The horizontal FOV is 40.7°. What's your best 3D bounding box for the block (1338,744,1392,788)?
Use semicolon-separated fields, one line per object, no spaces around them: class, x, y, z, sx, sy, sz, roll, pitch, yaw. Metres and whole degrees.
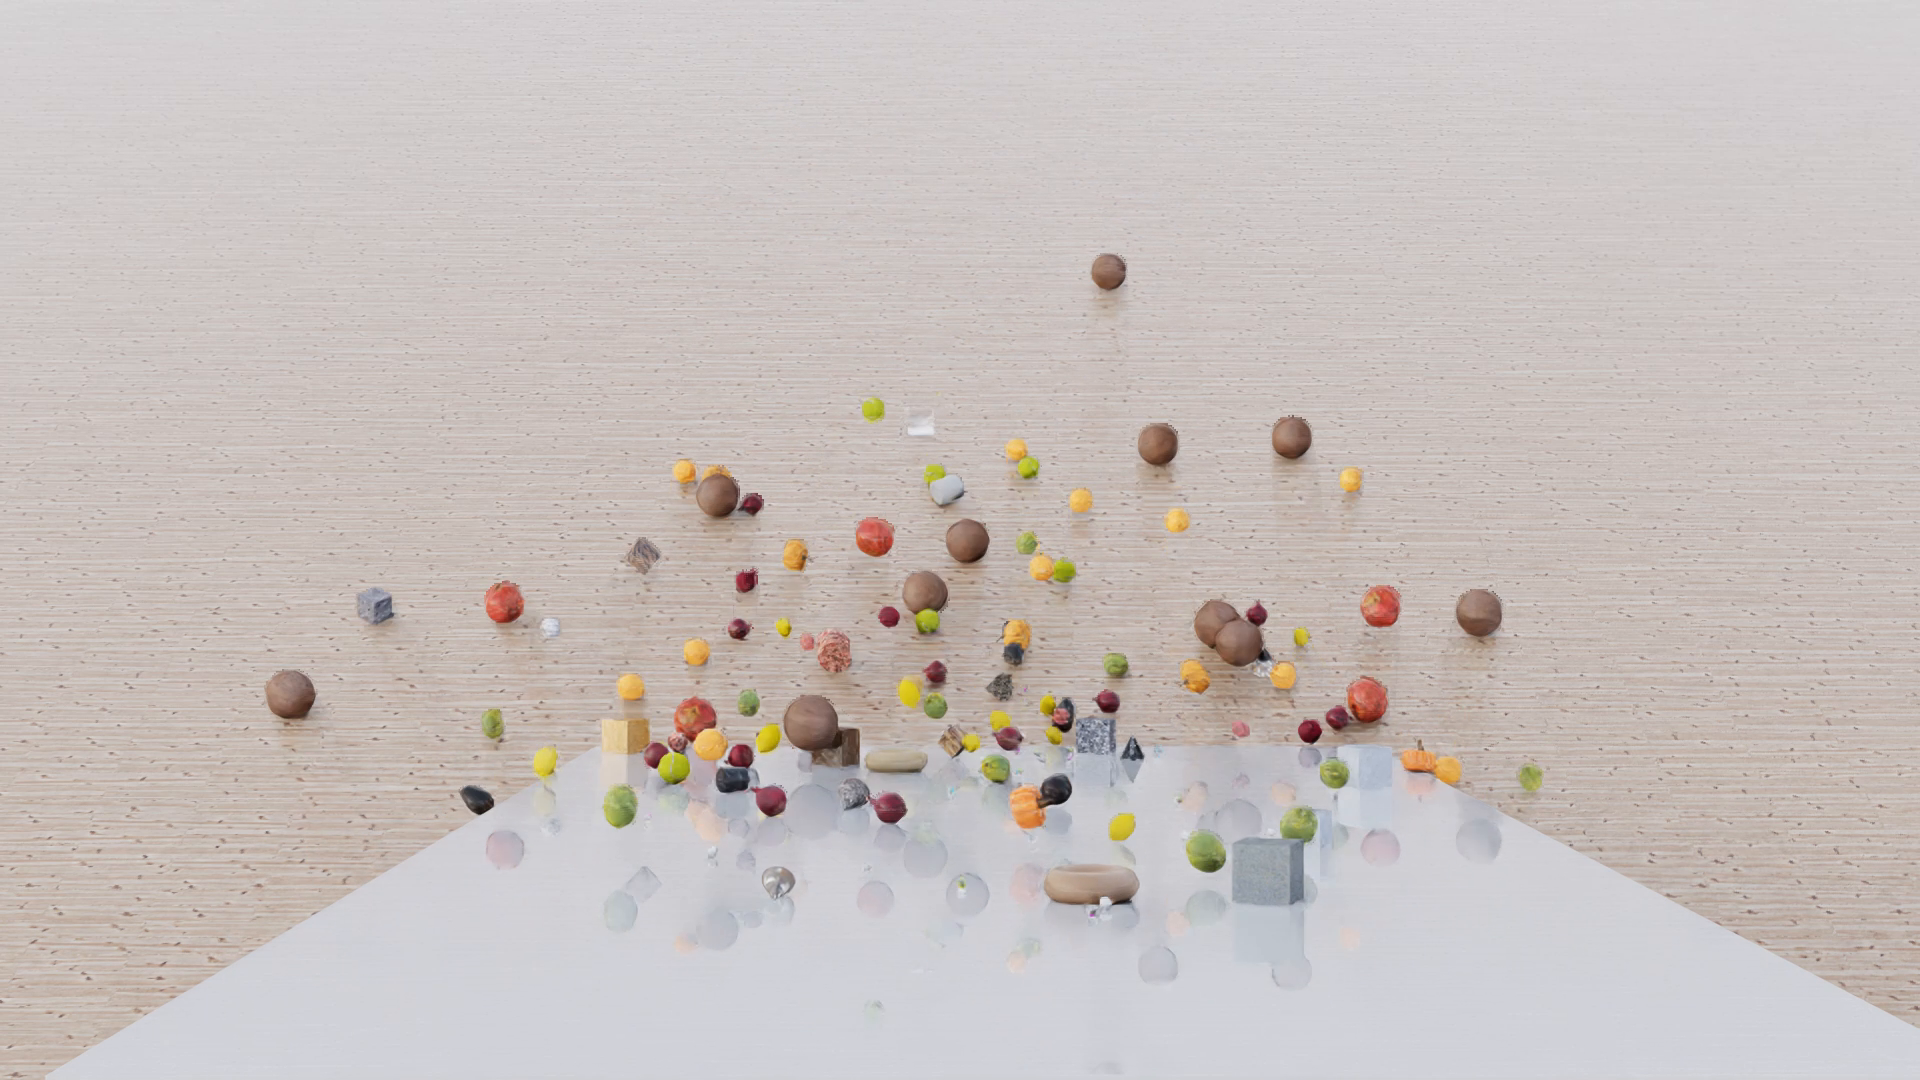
block;0.877;0.491;5.604;0.085;0.085;0.085;0;0;-24

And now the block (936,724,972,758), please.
block;-0.012;0.491;6.307;0.055;0.055;0.055;45;16;11

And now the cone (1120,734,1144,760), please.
cone;0.419;0.500;6.281;0.062;0.062;0.062;0;0;0

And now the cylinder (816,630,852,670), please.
cylinder;-0.347;0.303;7.117;0.091;0.091;0.091;0;15;0

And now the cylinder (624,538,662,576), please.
cylinder;-0.923;0.048;7.527;0.080;0.080;0.080;41;35;-3

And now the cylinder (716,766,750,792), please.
cylinder;-0.482;0.507;5.476;0.053;0.053;0.053;2;25;-30

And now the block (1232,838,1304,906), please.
block;0.462;0.497;3.882;0.088;0.088;0.088;0;0;21

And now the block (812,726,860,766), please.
block;-0.294;0.489;6.133;0.085;0.085;0.085;0;0;27

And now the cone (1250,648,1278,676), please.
cone;0.837;0.325;7.107;0.072;0.072;0.072;0;29;0

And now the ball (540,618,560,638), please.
ball;-1.152;0.246;7.266;0.054;0.054;0.054;0;29;0

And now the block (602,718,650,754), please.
block;-0.834;0.489;6.458;0.083;0.083;0.083;0;0;36

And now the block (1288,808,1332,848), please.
block;0.616;0.507;4.561;0.060;0.060;0.060;0;0;29

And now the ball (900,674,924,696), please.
ball;-0.130;0.394;6.996;0.061;0.061;0.061;0;29;0

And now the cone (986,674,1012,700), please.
cone;0.092;0.401;7.012;0.073;0.073;0.073;-9;15;47

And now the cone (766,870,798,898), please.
cone;-0.278;0.529;3.911;0.052;0.052;0.052;8;9;13

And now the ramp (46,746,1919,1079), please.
ramp;0.066;0.588;4.638;2.000;0.100;4.000;0;0;0

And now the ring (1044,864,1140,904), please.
ring;0.198;0.517;3.886;0.144;0.048;0.144;-1;1;0

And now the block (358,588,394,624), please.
block;-1.662;0.189;7.351;0.067;0.067;0.067;21;32;33

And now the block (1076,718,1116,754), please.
block;0.341;0.489;6.459;0.083;0.083;0.083;0;0;16

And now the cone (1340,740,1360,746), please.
cone;0.945;0.502;6.165;0.060;0.060;0.060;22;15;33

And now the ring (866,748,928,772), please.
ring;-0.146;0.509;5.973;0.145;0.048;0.145;-1;1;0

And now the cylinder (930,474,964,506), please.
cylinder;-0.041;-0.155;7.944;0.076;0.076;0.076;-21;35;-20

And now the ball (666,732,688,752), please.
ball;-0.709;0.506;6.480;0.050;0.050;0.050;0;29;0

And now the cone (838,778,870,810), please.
cone;-0.220;0.521;5.158;0.067;0.067;0.067;7;29;13
